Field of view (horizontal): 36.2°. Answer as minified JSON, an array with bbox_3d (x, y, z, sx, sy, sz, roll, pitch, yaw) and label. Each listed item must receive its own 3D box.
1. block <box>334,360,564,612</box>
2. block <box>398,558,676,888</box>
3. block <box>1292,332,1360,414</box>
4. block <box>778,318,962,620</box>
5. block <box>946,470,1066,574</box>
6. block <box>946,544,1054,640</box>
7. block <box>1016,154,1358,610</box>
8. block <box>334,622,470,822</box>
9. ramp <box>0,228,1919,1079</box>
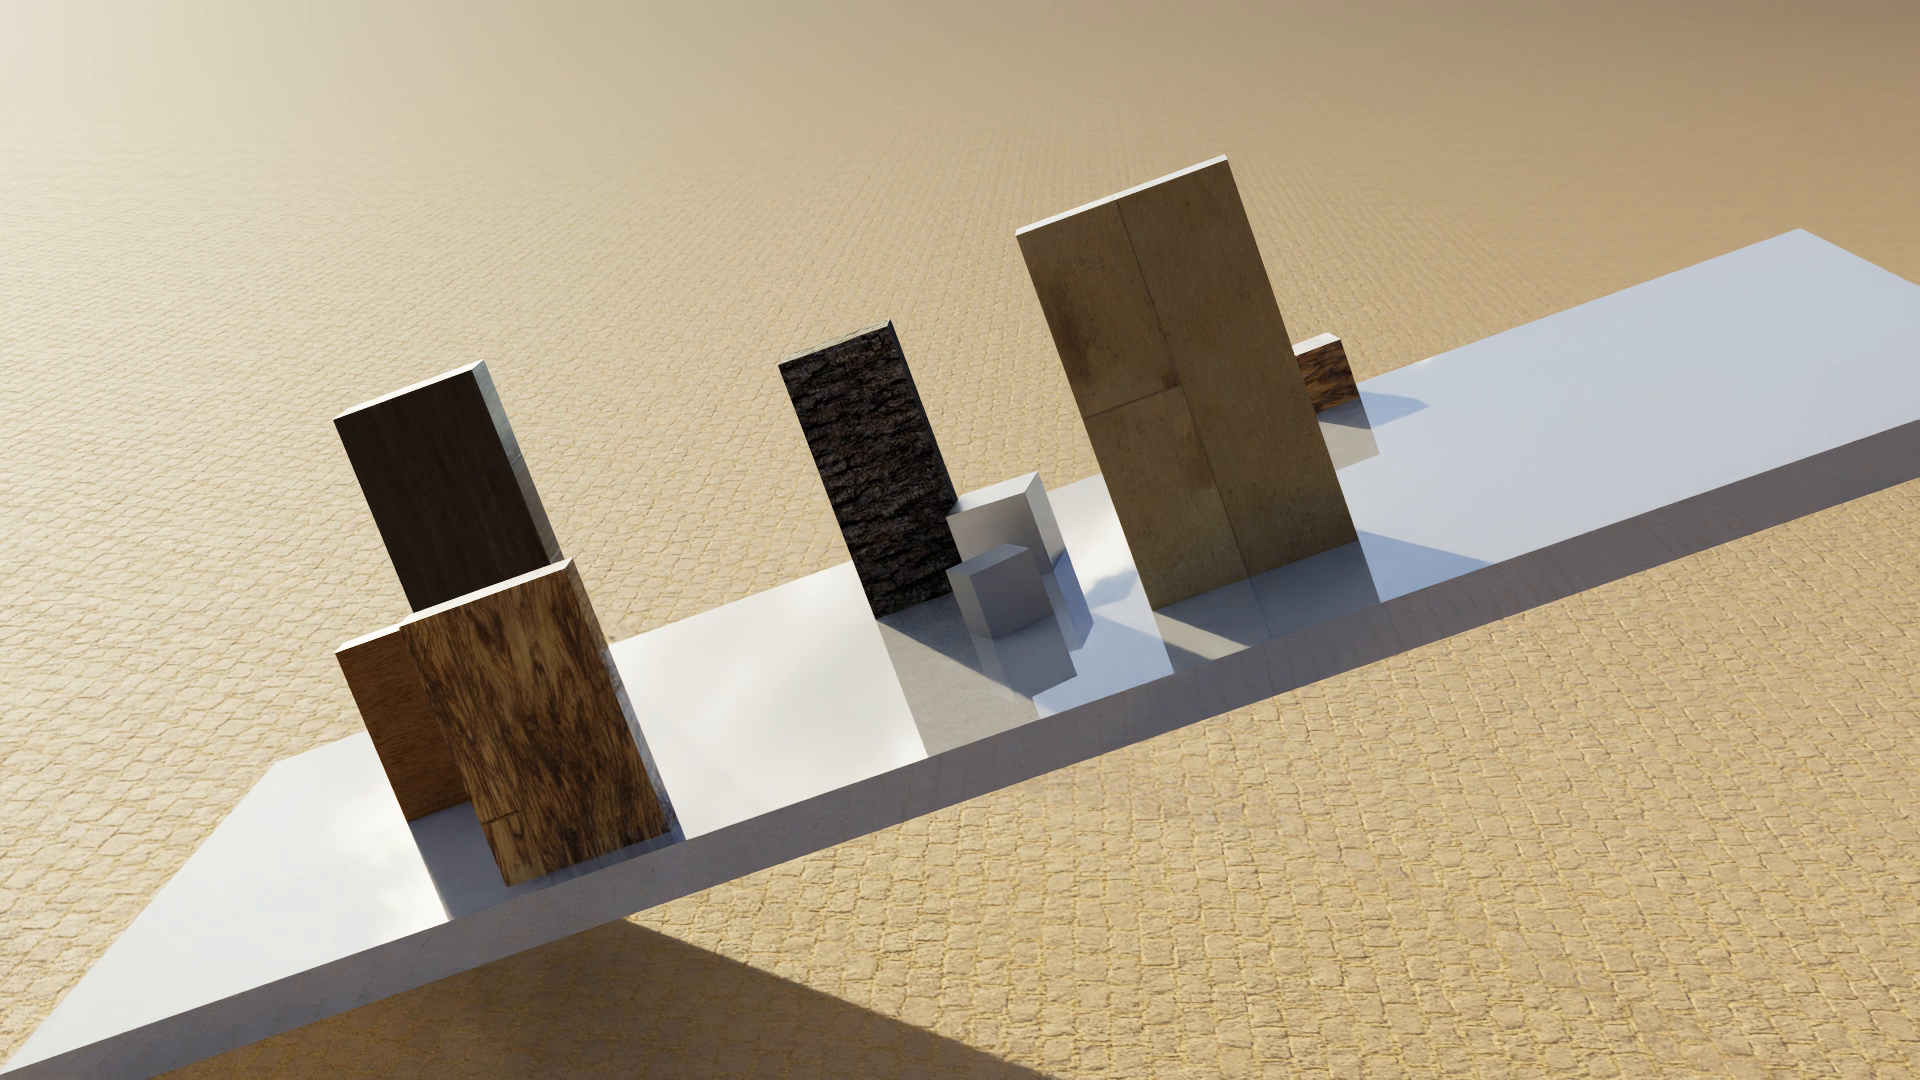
[{"bbox_3d":[-1.166,0.010,7.034,0.354,0.800,0.146,-19,11,6],"label":"block"},{"bbox_3d":[-0.785,0.342,5.486,0.331,0.535,0.089,-19,11,6],"label":"block"},{"bbox_3d":[0.851,-0.395,7.054,0.148,0.148,0.148,-21,11,-1],"label":"block"},{"bbox_3d":[-0.172,-0.158,6.561,0.257,0.611,0.121,-19,11,6],"label":"block"},{"bbox_3d":[0.103,-0.017,6.498,0.186,0.186,0.186,-18,12,15],"label":"block"},{"bbox_3d":[0.081,0.106,6.071,0.143,0.143,0.143,-24,12,-17],"label":"block"},{"bbox_3d":[0.442,-0.301,5.707,0.425,0.784,0.097,-19,11,6],"label":"block"},{"bbox_3d":[-1.059,0.345,6.295,0.421,0.401,0.084,-19,11,6],"label":"block"},{"bbox_3d":[0.115,0.177,6.298,4.000,0.100,2.000,-19,11,6],"label":"ramp"}]
